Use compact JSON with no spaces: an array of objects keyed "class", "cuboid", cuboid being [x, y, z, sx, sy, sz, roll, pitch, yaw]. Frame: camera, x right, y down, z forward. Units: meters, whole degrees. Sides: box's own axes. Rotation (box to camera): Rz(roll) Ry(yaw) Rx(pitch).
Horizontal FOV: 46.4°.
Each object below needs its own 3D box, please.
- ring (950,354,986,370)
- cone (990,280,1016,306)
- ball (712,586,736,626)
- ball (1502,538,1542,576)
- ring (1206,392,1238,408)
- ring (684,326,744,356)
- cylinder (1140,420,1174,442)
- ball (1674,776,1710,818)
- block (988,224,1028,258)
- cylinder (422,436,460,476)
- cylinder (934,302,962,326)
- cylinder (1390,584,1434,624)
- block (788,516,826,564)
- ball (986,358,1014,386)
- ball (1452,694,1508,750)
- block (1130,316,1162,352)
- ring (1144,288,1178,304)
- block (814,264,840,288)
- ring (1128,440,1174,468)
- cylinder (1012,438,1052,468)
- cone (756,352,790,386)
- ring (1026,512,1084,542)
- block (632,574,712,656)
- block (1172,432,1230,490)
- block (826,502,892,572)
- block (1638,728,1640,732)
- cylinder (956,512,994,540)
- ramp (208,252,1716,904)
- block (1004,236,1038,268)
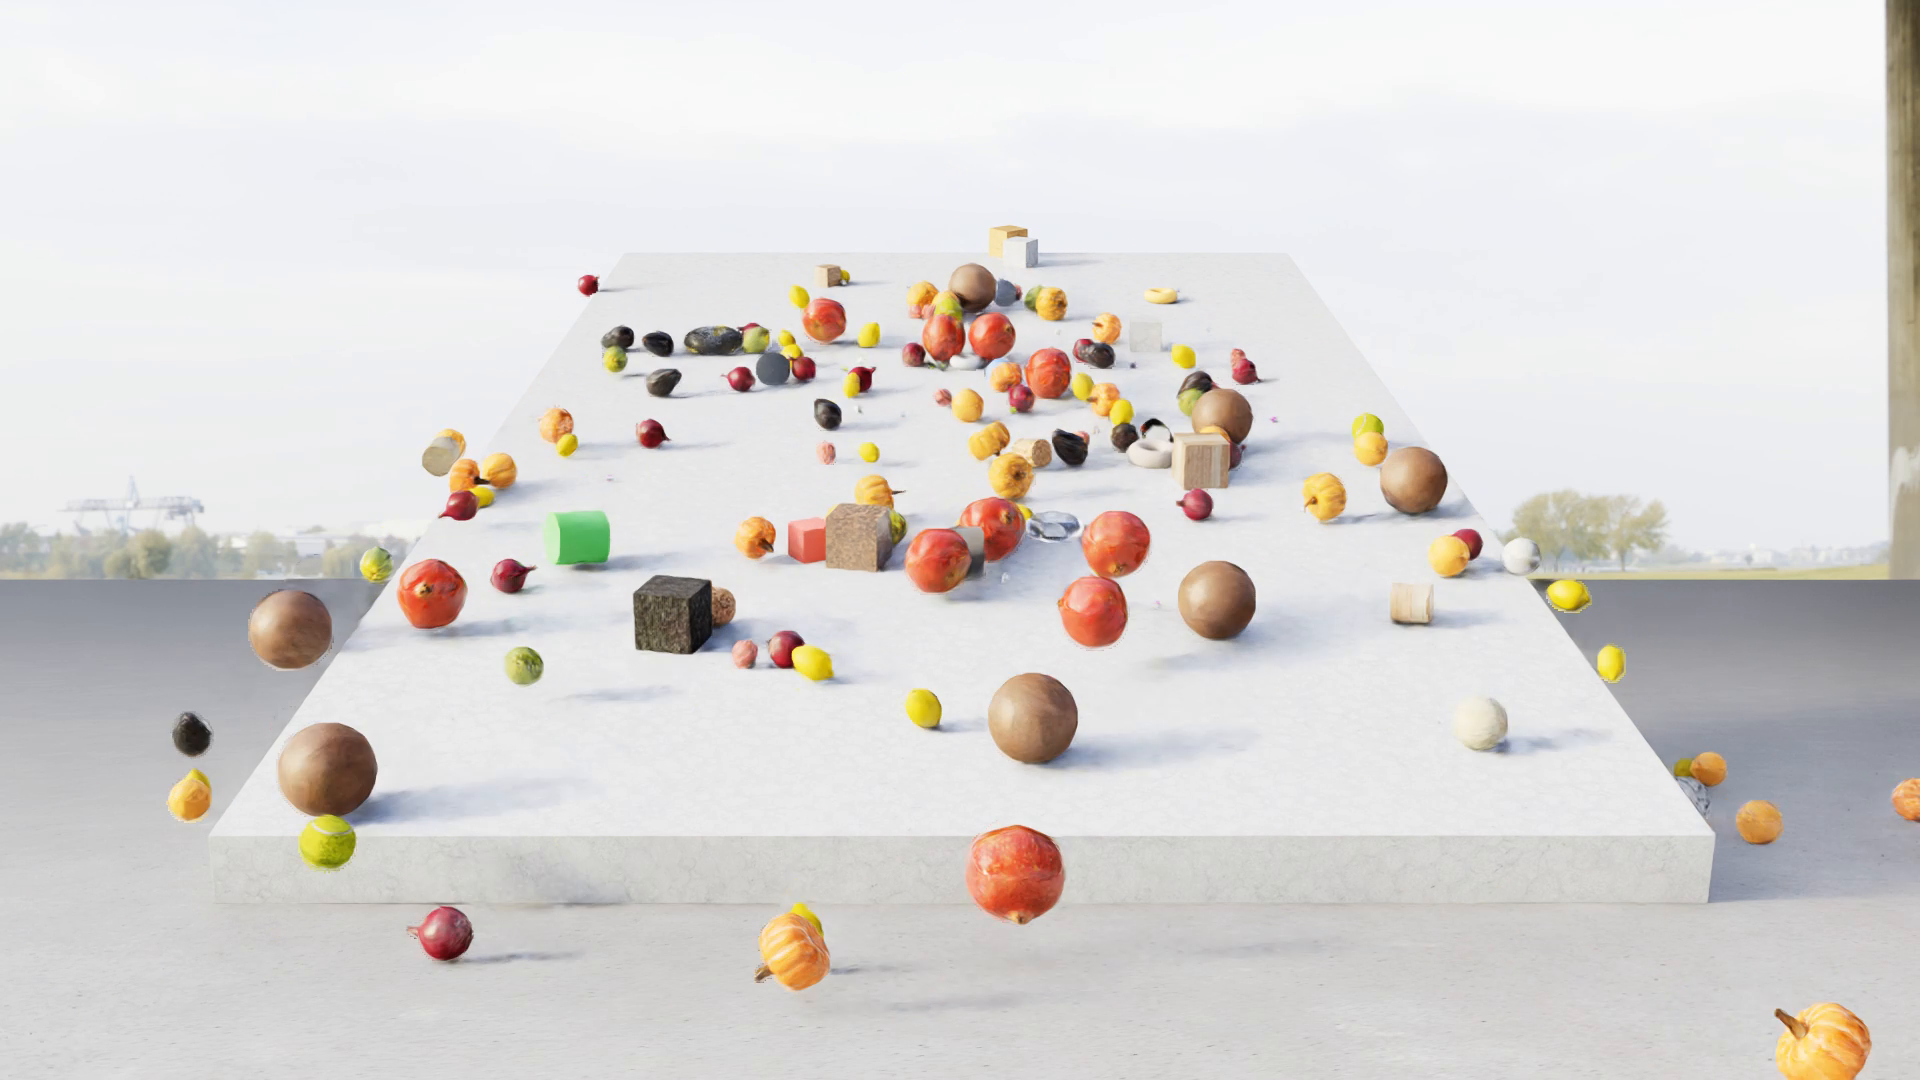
[{"class":"ring","cuboid":[0.019,-0.430,5.407,0.086,0.029,0.086,1,18,0]},{"class":"cone","cuboid":[0.105,-0.661,6.093,0.076,0.076,0.076,0,-9,-17]},{"class":"ball","cuboid":[-0.403,0.110,3.705,0.067,0.067,0.067,0,-1,0]},{"class":"ball","cuboid":[0.993,0.029,3.964,0.067,0.067,0.067,0,-1,0]},{"class":"ring","cuboid":[0.592,-0.317,5.074,0.075,0.025,0.075,0,18,0]},{"class":"ring","cuboid":[-0.612,-0.495,5.566,0.147,0.049,0.147,0,20,0]},{"class":"cylinder","cuboid":[0.413,-0.218,4.719,0.060,0.060,0.060,0,18,-8]},{"class":"ball","cuboid":[1.265,0.457,3.915,0.088,0.088,0.088,0,-1,0]},{"class":"block","cuboid":[0.145,-0.892,6.713,0.082,0.082,0.082,-14,23,-36]},{"class":"cylinder","cuboid":[-1.100,-0.178,4.752,0.069,0.069,0.069,0,20,-2]},{"class":"cylinder","cuboid":[-0.032,-0.590,5.847,0.054,0.054,0.054,0,16,-28]},{"class":"cylinder","cuboid":[0.752,0.105,3.729,0.065,0.065,0.065,2,0,18]},{"class":"block","cuboid":[-0.269,0.000,4.054,0.062,0.062,0.062,-11,21,-30]},{"class":"ball","cuboid":[0.094,-0.392,5.234,0.065,0.065,0.065,0,-1,0]},{"class":"ball","cuboid":[0.750,0.263,3.237,0.081,0.081,0.081,0,-1,0]},{"class":"block","cuboid":[0.462,-0.513,5.582,0.077,0.077,0.077,1,18,3]},{"class":"ring","cuboid":[0.549,-0.667,6.118,0.092,0.031,0.092,1,20,0]},{"class":"block","cuboid":[-0.374,-0.744,6.310,0.054,0.054,0.054,16,24,39]},{"class":"ring","cuboid":[0.402,-0.178,4.633,0.112,0.037,0.112,1,22,0]},{"class":"cylinder","cuboid":[0.147,-0.179,4.578,0.059,0.059,0.059,1,4,-41]},{"class":"cone","cuboid":[-0.440,-0.393,5.278,0.083,0.083,0.083,0,-8,-5]},{"class":"ring","cuboid":[0.175,-0.025,4.173,0.108,0.036,0.108,0,19,0]},{"class":"block","cuboid":[-0.465,0.121,3.637,0.097,0.097,0.097,5,19,14]},{"class":"block","cuboid":[0.482,-0.159,4.492,0.091,0.091,0.091,-3,19,-9]},{"class":"block","cuboid":[-0.182,-0.005,4.021,0.094,0.094,0.094,5,19,13]},{"class":"block","cuboid":[1.480,0.471,5.052,0.092,0.092,0.092,0,-1,25]},{"class":"cylinder","cuboid":[0.028,-0.021,4.123,0.052,0.052,0.052,-18,7,-26]},{"class":"ramp","cuboid":[-0.004,-0.191,4.888,2.000,0.100,4.000,0,18,0]},{"class":"block","cuboid":[0.178,-0.845,6.582,0.075,0.075,0.075,11,21,29]}]
